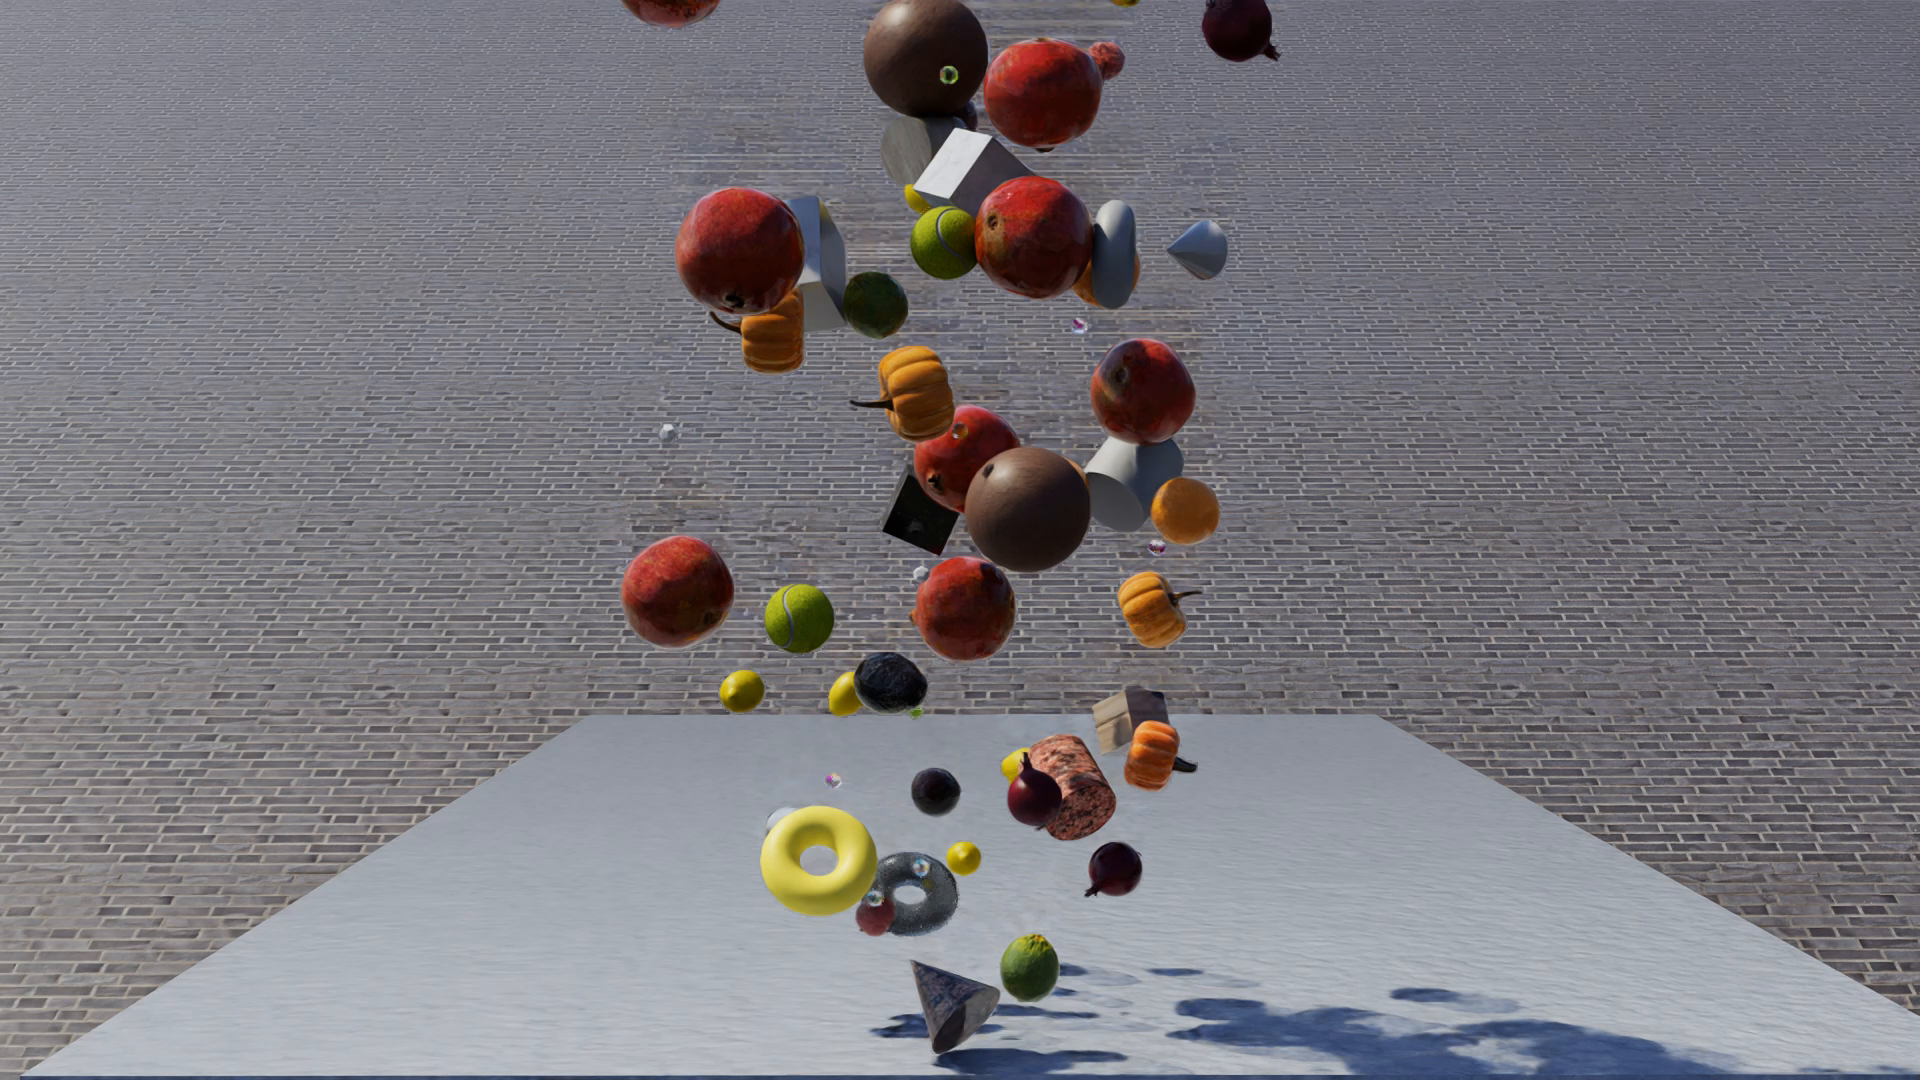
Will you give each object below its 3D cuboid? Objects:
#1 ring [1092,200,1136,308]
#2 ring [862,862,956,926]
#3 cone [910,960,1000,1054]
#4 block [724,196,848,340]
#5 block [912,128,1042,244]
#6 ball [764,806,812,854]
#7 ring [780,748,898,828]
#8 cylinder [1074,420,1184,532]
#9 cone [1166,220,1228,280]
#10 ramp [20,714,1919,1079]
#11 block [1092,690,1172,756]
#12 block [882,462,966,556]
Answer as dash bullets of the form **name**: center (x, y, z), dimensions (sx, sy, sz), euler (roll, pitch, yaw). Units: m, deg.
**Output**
- **ring**: center (0.146, -0.271, 2.446), dimensions (0.034, 0.103, 0.103), euler (3, 27, 8)
- **ring**: center (-0.057, 0.399, 2.903), dimensions (0.111, 0.111, 0.037), euler (-8, 57, -16)
- **cone**: center (-0.023, 0.467, 2.679), dimensions (0.092, 0.092, 0.092), euler (-23, 55, -38)
- **block**: center (-0.170, -0.266, 2.527), dimensions (0.095, 0.095, 0.095), euler (-8, 66, 11)
- **block**: center (0.017, -0.350, 2.545), dimensions (0.075, 0.075, 0.075), euler (-55, 33, -5)
- **ball**: center (-0.190, 0.321, 2.856), dimensions (0.053, 0.053, 0.053), euler (0, 26, 0)
- **ring**: center (-0.130, 0.264, 2.757), dimensions (0.127, 0.042, 0.127), euler (-5, 25, 2)
- **cylinder**: center (0.186, -0.071, 2.827), dimensions (0.087, 0.087, 0.087), euler (17, 53, 31)
- **cone**: center (0.215, -0.277, 2.465), dimensions (0.057, 0.057, 0.057), euler (-7, 24, -43)
- **ramp**: center (0.060, 0.539, 4.575), dimensions (2.000, 0.100, 4.000), euler (0, 1, 0)
- **block**: center (0.193, 0.205, 2.884), dimensions (0.057, 0.057, 0.057), euler (4, -23, -38)
- **block**: center (-0.040, -0.034, 2.842), dimensions (0.069, 0.069, 0.069), euler (23, 11, -7)
